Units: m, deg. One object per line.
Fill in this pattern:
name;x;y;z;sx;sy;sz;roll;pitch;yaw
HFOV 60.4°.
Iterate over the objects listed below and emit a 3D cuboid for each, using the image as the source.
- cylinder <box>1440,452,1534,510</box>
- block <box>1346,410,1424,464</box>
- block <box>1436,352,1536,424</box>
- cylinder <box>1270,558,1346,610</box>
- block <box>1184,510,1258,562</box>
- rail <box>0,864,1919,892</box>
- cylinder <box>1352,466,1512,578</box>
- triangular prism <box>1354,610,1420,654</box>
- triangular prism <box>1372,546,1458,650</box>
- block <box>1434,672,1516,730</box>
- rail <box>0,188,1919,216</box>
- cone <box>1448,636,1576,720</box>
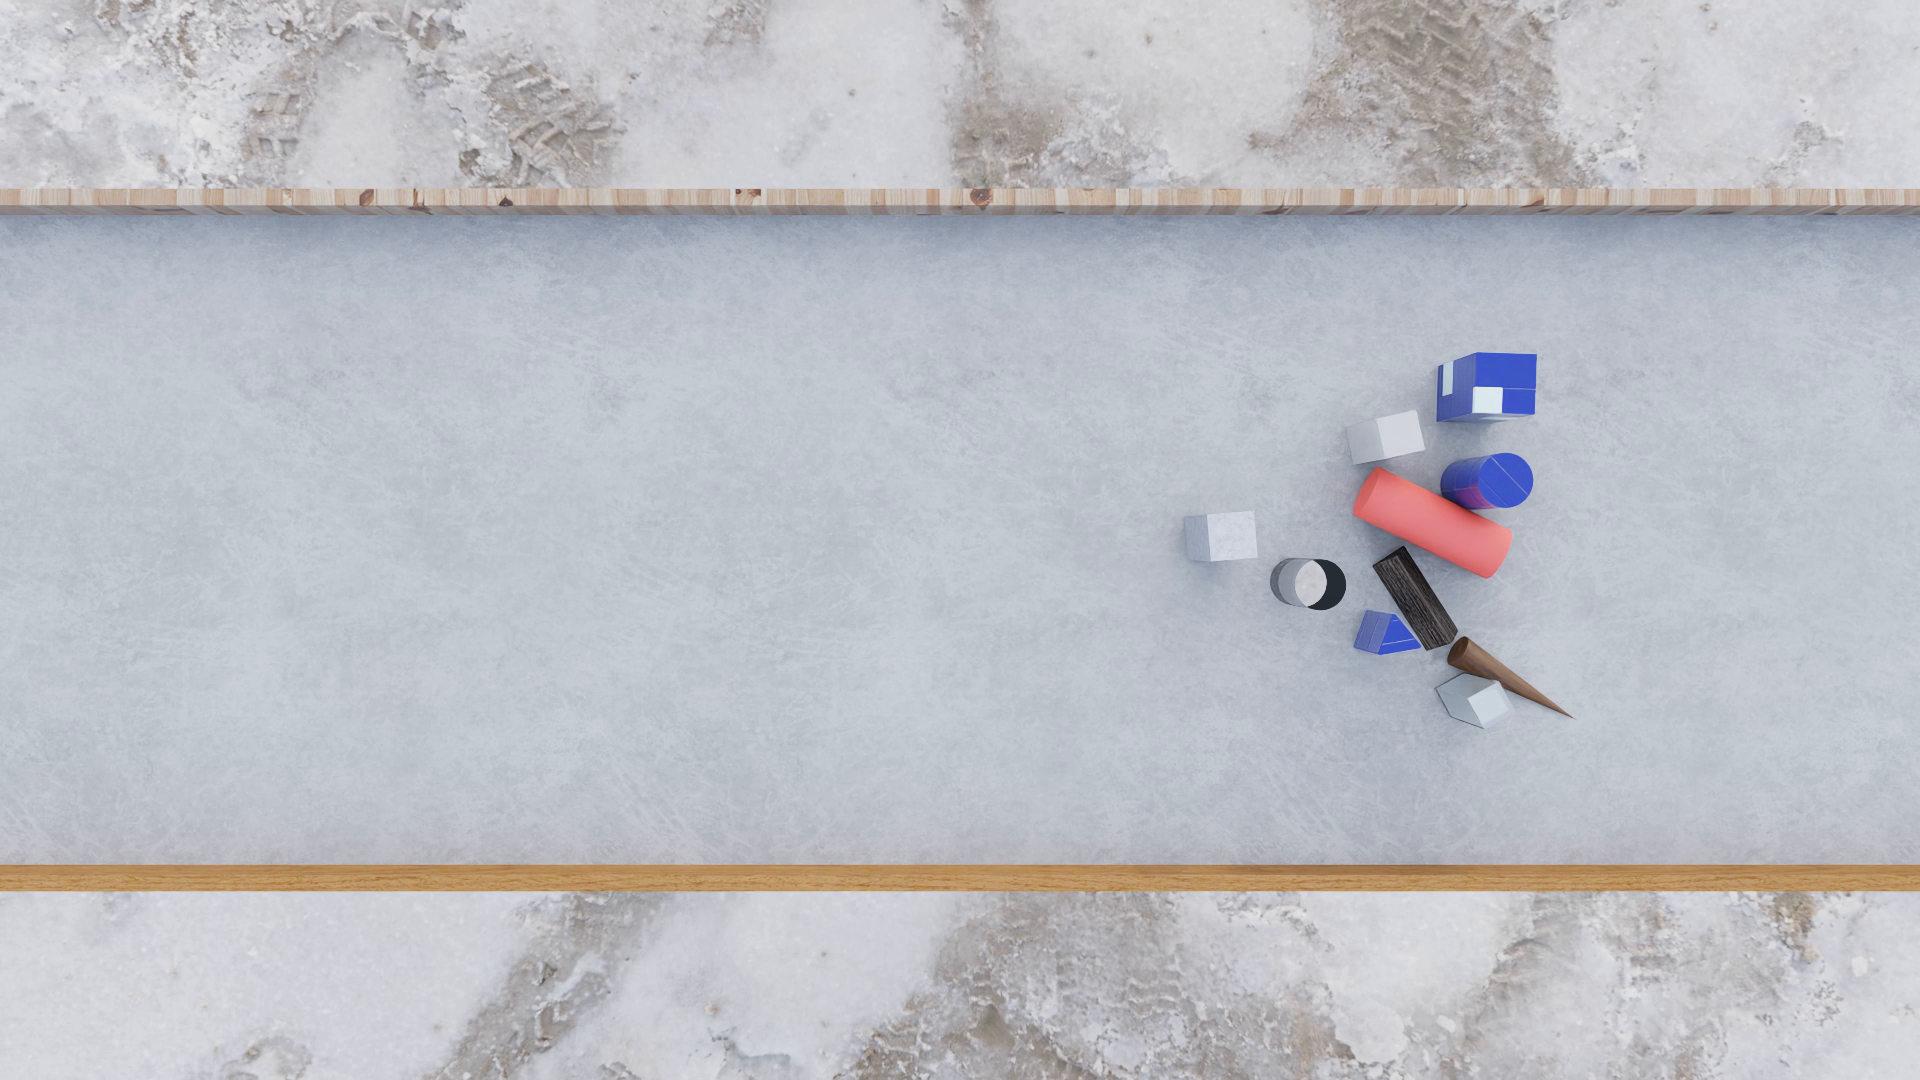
cylinder;1.557;-0.170;4.890;0.158;0.372;0.158;0;90;0
block;1.255;-0.301;4.888;0.116;0.377;0.116;-13;90;0
block;1.555;-0.447;4.888;0.172;0.378;0.172;2;90;0
cylinder;1.028;0.128;4.888;0.147;0.378;0.147;0;90;0
block;0.763;-0.011;4.847;0.132;0.460;0.132;-5;90;0
rail;-2.247;1.025;5.001;12.000;0.150;0.050;0;90;0
cylinder;1.429;-0.052;4.994;0.441;0.165;0.165;26;90;0
triangular prism;1.263;0.267;4.922;0.123;0.309;0.107;-10;90;0
triangular prism;1.399;0.180;5.024;0.114;0.099;0.311;-33;90;0
block;1.530;0.476;4.910;0.103;0.332;0.103;-29;90;0
rail;-2.247;-1.025;5.002;12.000;0.150;0.050;0;90;0
cone;1.708;0.446;5.051;0.442;0.101;0.101;30;90;-7
